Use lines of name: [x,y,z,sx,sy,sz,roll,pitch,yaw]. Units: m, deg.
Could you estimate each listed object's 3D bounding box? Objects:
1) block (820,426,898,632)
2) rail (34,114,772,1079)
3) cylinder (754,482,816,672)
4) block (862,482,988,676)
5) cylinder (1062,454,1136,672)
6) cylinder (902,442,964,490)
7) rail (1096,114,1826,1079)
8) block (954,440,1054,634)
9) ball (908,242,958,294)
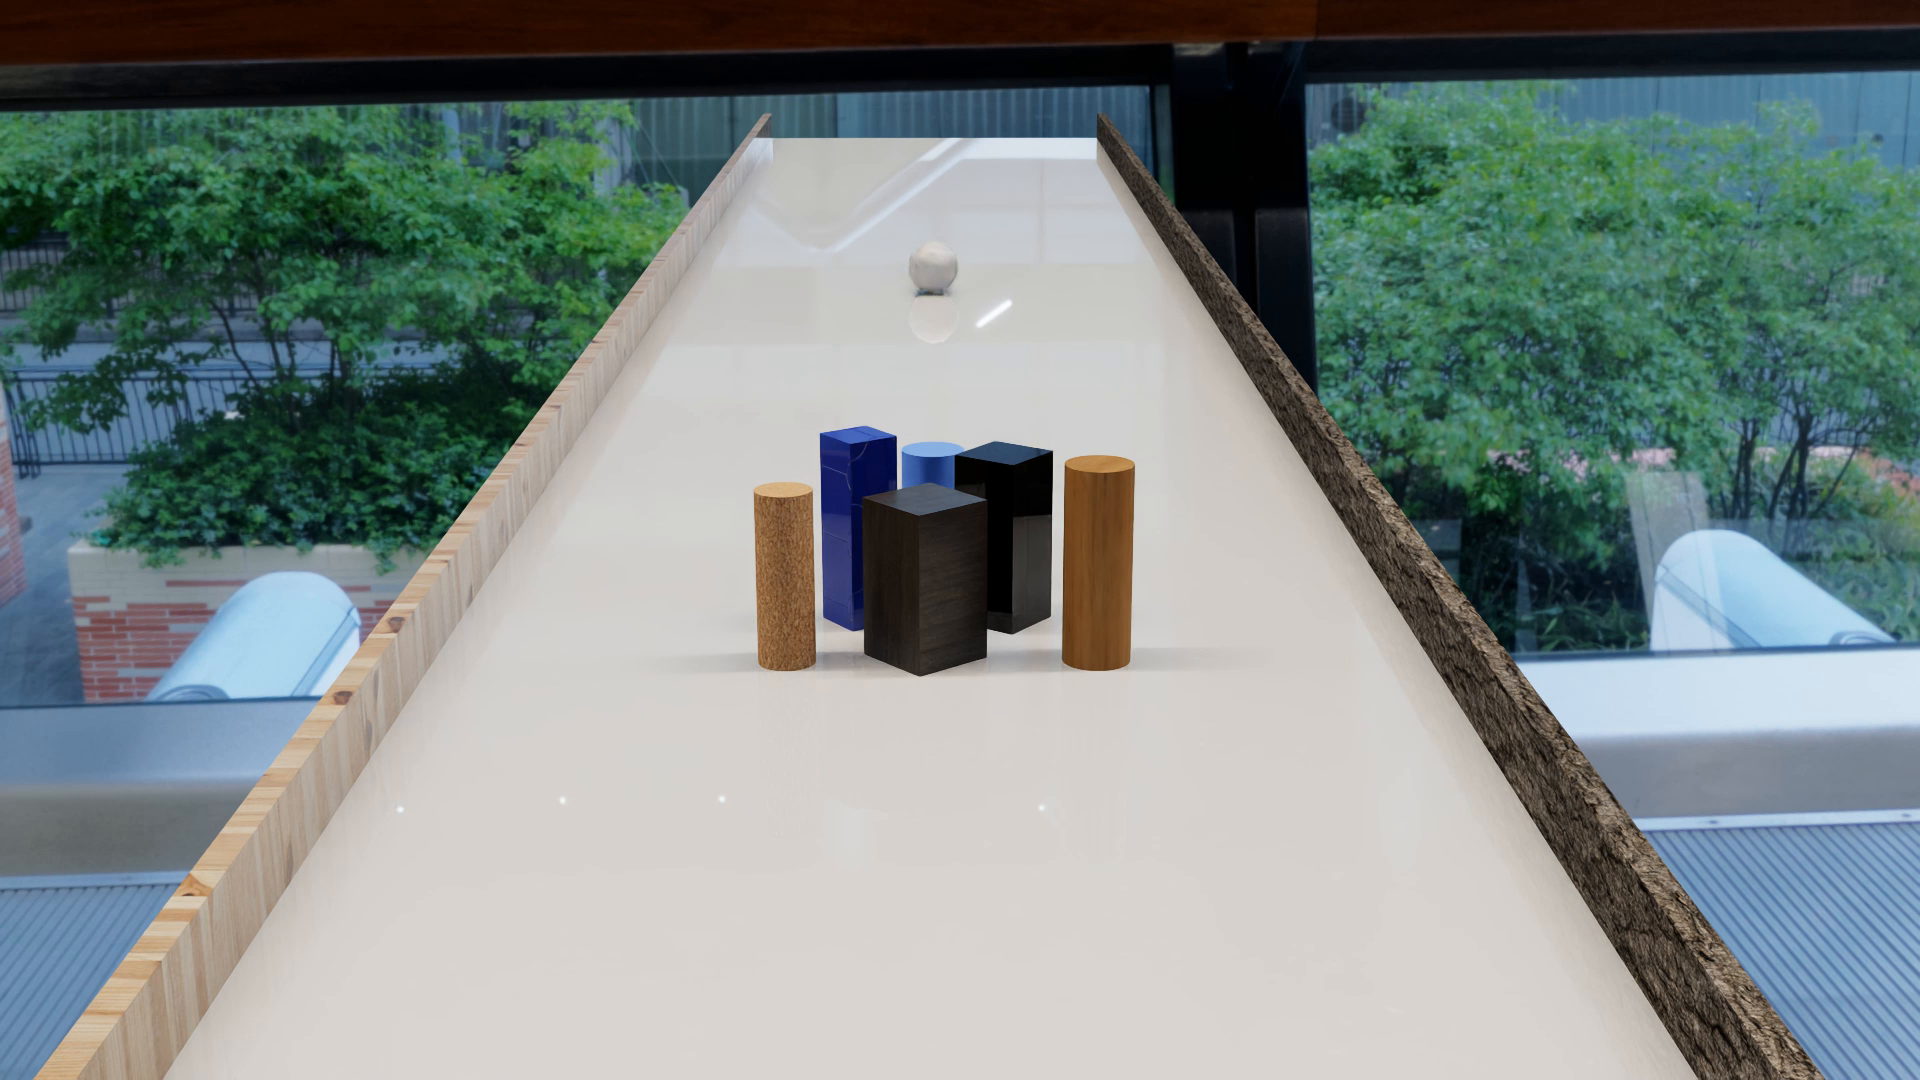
block: [-0.211,-0.025,4.603,0.115,0.403,0.115,-12,20,-34]
rail: [-1.118,-0.838,7.780,0.050,0.150,12.000,0,17,-1]
cylinder: [-0.346,0.072,4.357,0.116,0.357,0.116,0,17,0]
block: [-0.070,0.076,4.394,0.176,0.329,0.176,-14,21,-39]
cylinder: [0.274,0.045,4.362,0.138,0.406,0.138,0,17,0]
cylinder: [-0.060,-0.052,4.864,0.137,0.307,0.137,0,17,0]
rail: [0.932,-0.844,7.801,0.050,0.150,12.000,0,17,-1]
block: [0.091,-0.007,4.611,0.147,0.364,0.147,12,20,34]
ball: [-0.102,-1.040,8.382,0.196,0.196,0.196,0,17,0]
